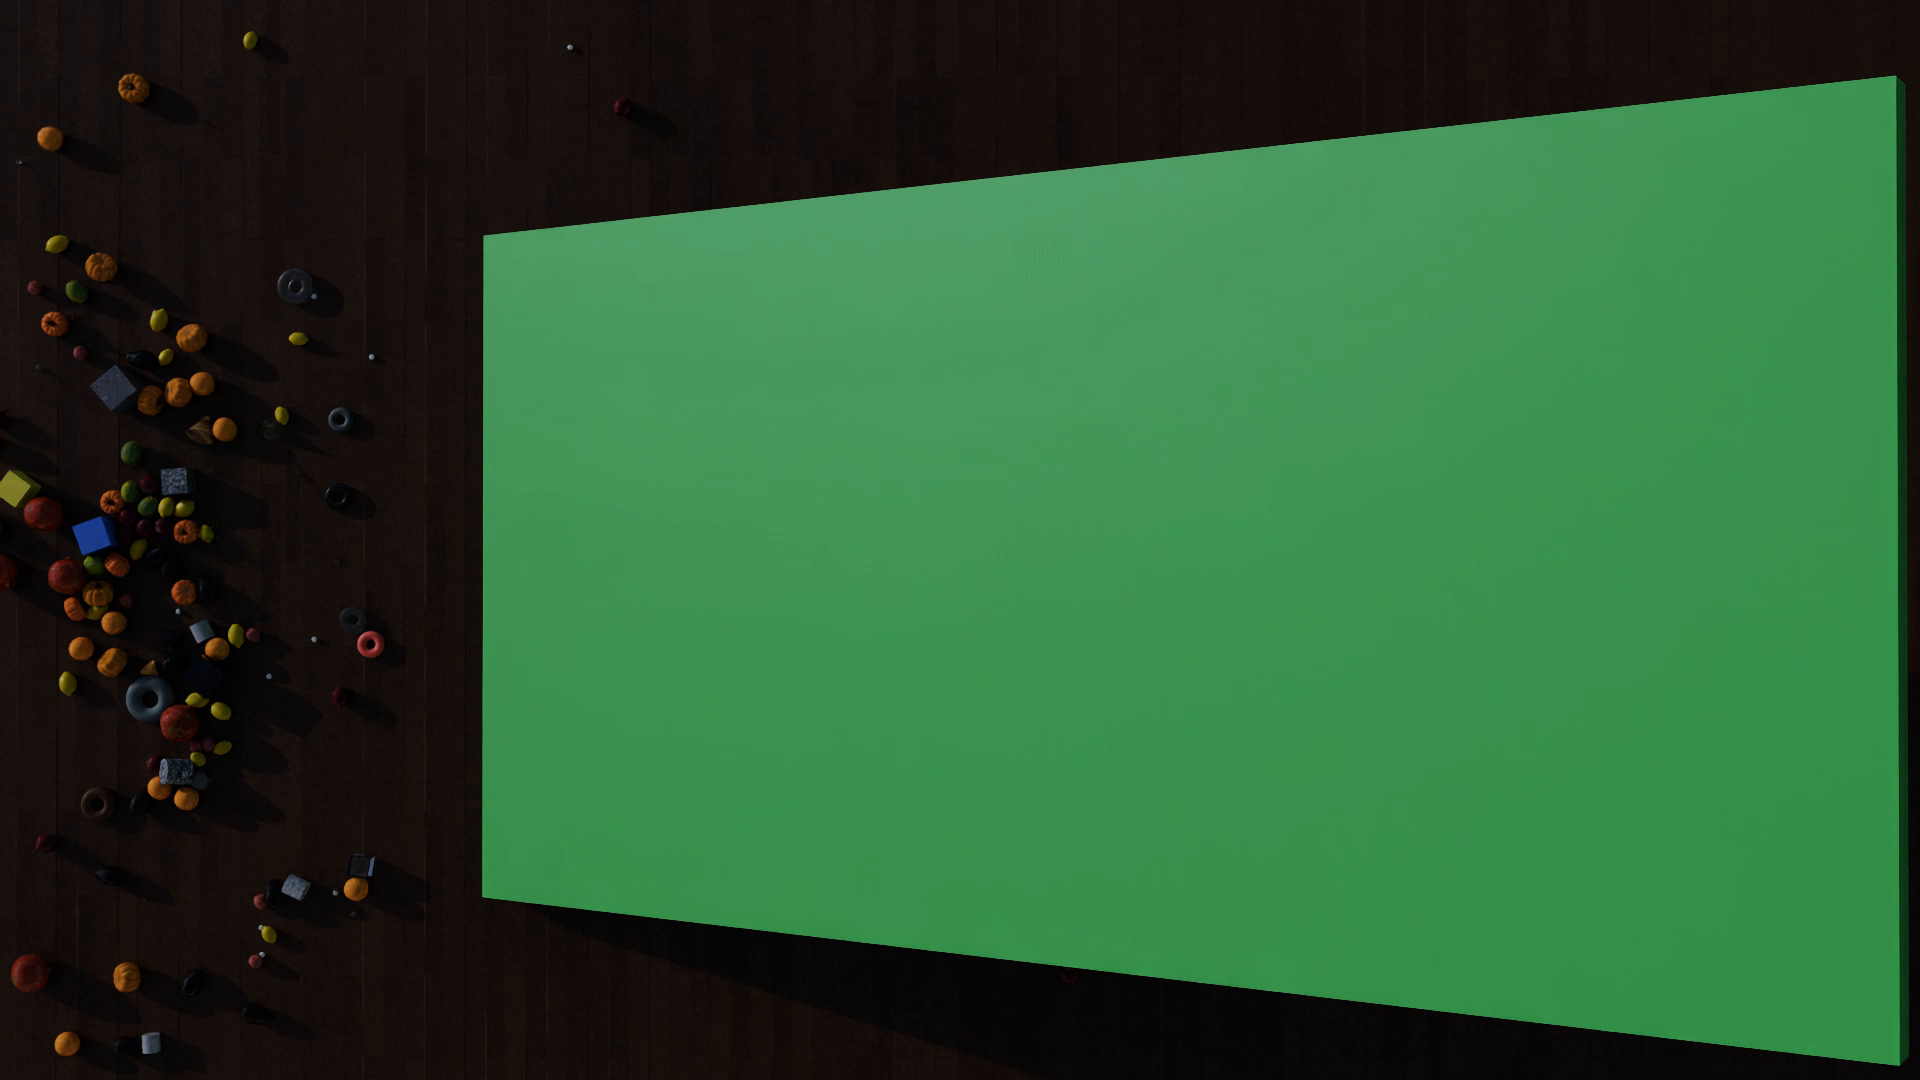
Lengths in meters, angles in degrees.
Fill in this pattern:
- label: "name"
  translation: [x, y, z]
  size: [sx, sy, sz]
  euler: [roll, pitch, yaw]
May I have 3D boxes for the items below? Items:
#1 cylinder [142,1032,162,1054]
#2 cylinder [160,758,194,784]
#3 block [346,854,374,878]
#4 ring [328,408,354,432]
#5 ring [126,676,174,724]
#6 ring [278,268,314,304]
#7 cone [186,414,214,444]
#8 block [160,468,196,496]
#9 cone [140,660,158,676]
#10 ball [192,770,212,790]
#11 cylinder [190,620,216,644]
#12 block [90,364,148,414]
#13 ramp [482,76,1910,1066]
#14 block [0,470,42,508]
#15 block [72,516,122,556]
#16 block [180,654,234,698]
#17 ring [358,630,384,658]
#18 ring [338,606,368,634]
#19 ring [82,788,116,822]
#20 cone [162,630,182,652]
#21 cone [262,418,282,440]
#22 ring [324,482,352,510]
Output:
- label: "cylinder"
  translation: [-2.461, 1.531, 6.692]
  size: [0.053, 0.053, 0.053]
  euler: [-4, 90, 0]
- label: "cylinder"
  translation: [-2.377, 0.703, 6.671]
  size: [0.078, 0.078, 0.078]
  euler: [5, 89, -38]
- label: "block"
  translation: [-1.824, 0.993, 6.693]
  size: [0.061, 0.061, 0.061]
  euler: [10, 90, 0]
- label: "ring"
  translation: [-1.892, -0.367, 6.722]
  size: [0.078, 0.026, 0.078]
  euler: [0, 91, 1]
- label: "ring"
  translation: [-2.467, 0.485, 6.703]
  size: [0.149, 0.050, 0.149]
  euler: [0, 91, 0]
- label: "ring"
  translation: [-2.030, -0.775, 6.720]
  size: [0.113, 0.038, 0.113]
  euler: [0, 90, -1]
- label: "cone"
  translation: [-2.307, -0.351, 6.716]
  size: [0.085, 0.085, 0.085]
  euler: [11, 63, 0]
- label: "block"
  translation: [-2.379, -0.178, 6.695]
  size: [0.077, 0.077, 0.077]
  euler: [-4, 90, 0]
- label: "cone"
  translation: [-2.463, 0.407, 6.716]
  size: [0.054, 0.054, 0.054]
  euler: [-38, 116, 0]
- label: "ball"
  translation: [-2.311, 0.730, 6.696]
  size: [0.060, 0.060, 0.060]
  euler: [0, 90, 0]
- label: "cylinder"
  translation: [-2.308, 0.279, 6.701]
  size: [0.057, 0.057, 0.057]
  euler: [-26, 90, 0]
- label: "block"
  translation: [-2.555, -0.459, 6.686]
  size: [0.100, 0.100, 0.100]
  euler: [-40, 90, 0]
- label: "ramp"
  translation: [0.254, 0.070, 5.586]
  size: [4.000, 0.100, 2.000]
  euler: [0, 89, 33]
- label: "block"
  translation: [-2.867, -0.155, 6.692]
  size: [0.081, 0.081, 0.081]
  euler: [37, 90, 0]
- label: "block"
  translation: [-2.622, -0.012, 6.686]
  size: [0.092, 0.092, 0.092]
  euler: [-20, 90, 0]
- label: "block"
  translation: [-2.286, 0.414, 6.681]
  size: [0.093, 0.093, 0.093]
  euler: [40, 90, 0]
- label: "ring"
  translation: [-1.799, 0.319, 6.715]
  size: [0.083, 0.028, 0.083]
  euler: [0, 90, -1]
- label: "ring"
  translation: [-1.853, 0.244, 6.715]
  size: [0.088, 0.029, 0.088]
  euler: [0, 88, -1]
- label: "ring"
  translation: [-2.628, 0.807, 6.707]
  size: [0.108, 0.036, 0.108]
  euler: [0, 88, 0]
- label: "cone"
  translation: [-2.400, 0.316, 6.715]
  size: [0.061, 0.061, 0.061]
  euler: [-6, 116, 0]
- label: "cone"
  translation: [-2.107, -0.340, 6.701]
  size: [0.066, 0.066, 0.066]
  euler: [0, 89, 0]
- label: "ring"
  translation: [-1.898, -0.132, 6.719]
  size: [0.086, 0.029, 0.086]
  euler: [0, 91, 1]
